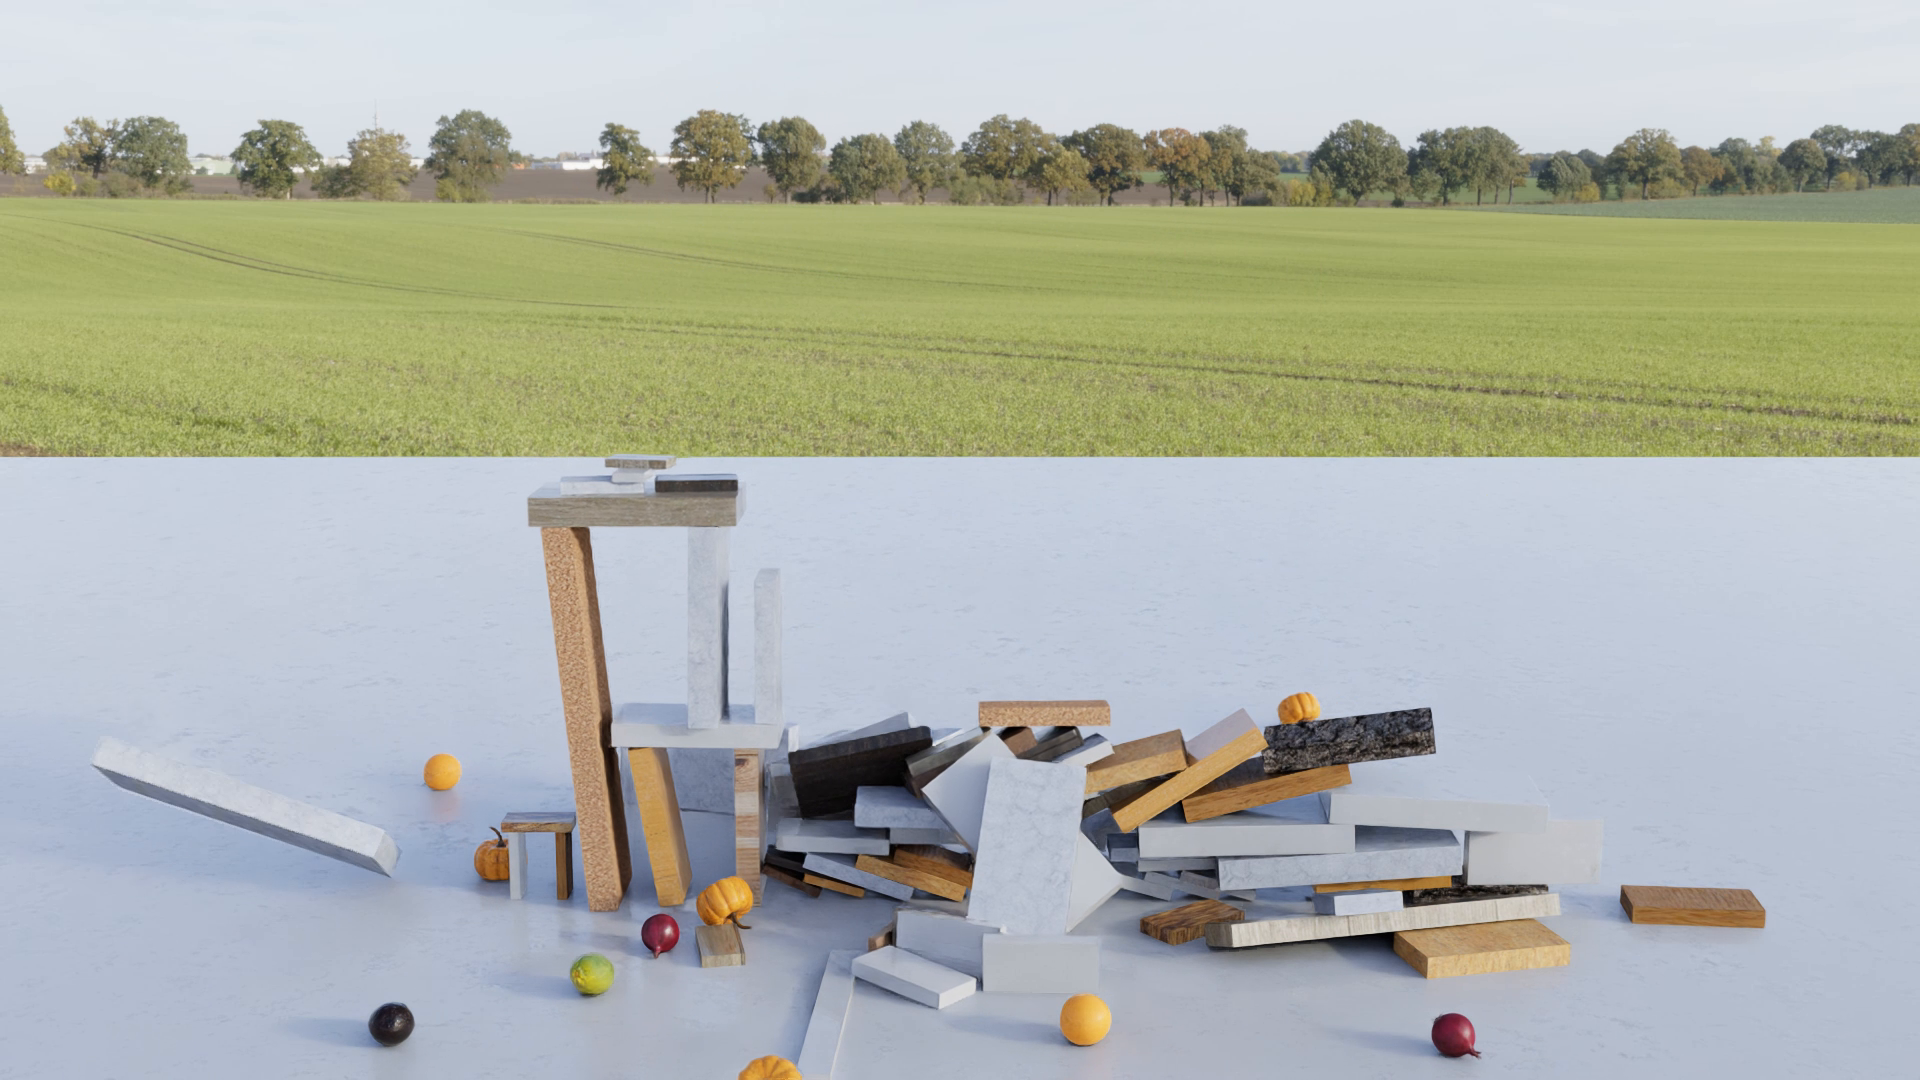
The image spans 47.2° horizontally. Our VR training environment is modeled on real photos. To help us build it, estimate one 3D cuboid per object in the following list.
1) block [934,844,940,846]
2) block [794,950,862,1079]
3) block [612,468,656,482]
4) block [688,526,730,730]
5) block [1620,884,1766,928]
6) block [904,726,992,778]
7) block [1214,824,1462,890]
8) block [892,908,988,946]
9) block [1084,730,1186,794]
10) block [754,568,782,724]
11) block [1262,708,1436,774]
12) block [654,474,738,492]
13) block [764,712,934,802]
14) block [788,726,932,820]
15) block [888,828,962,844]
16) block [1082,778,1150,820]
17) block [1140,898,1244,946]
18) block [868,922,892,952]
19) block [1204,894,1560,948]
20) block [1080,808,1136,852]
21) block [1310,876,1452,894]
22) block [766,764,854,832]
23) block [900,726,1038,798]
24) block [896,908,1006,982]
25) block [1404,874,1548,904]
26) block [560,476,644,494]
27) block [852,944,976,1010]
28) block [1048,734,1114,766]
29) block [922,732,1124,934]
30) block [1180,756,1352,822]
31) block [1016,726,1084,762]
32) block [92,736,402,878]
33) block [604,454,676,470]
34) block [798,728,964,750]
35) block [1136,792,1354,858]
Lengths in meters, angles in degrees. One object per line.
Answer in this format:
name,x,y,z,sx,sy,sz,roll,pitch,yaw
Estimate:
block,-0.072,0.550,3.844,0.051,0.015,0.166,2,11,9
block,-0.186,0.678,3.158,0.047,0.013,0.454,1,11,3
block,-0.524,-0.108,3.540,0.052,0.015,0.104,1,11,4
block,-0.408,0.127,3.575,0.047,0.328,0.164,1,11,1
block,1.187,0.594,3.567,0.206,0.029,0.103,1,11,6
block,-0.016,0.345,3.614,0.149,0.021,0.075,-23,5,-4
block,0.617,0.516,3.645,0.392,0.049,0.173,-4,11,2
block,-0.029,0.610,3.346,0.155,0.077,0.022,5,5,24
block,0.252,0.371,3.605,0.237,0.034,0.118,-15,9,8
block,-0.313,0.172,3.594,0.033,0.235,0.117,0,11,0
block,0.636,0.327,3.599,0.274,0.039,0.137,-8,10,12
block,-0.425,-0.092,3.545,0.131,0.019,0.066,-1,11,-7
block,-0.193,0.404,3.795,0.301,0.150,0.043,-22,46,12
block,-0.159,0.389,3.681,0.238,0.119,0.034,-11,34,-2
block,0.010,0.470,3.651,0.259,0.034,0.119,1,10,-5
block,0.244,0.419,3.654,0.161,0.023,0.081,-30,9,19
block,0.371,0.609,3.508,0.155,0.022,0.077,-8,13,-37
block,-0.113,0.621,3.375,0.013,0.047,0.094,4,11,24
block,0.664,0.595,3.450,0.550,0.034,0.118,-3,-8,-14
block,0.338,0.467,3.789,0.292,0.029,0.103,-23,-30,12
block,0.692,0.550,3.648,0.220,0.031,0.110,-4,11,0
block,-0.162,0.444,3.758,0.330,0.117,0.033,2,29,-10
block,0.014,0.361,3.614,0.215,0.030,0.108,-23,5,-10
block,-0.015,0.612,3.313,0.169,0.085,0.024,5,4,24
block,0.855,0.575,3.664,0.221,0.031,0.110,0,11,0
block,-0.574,-0.089,3.530,0.131,0.019,0.066,-1,11,-7
block,-0.069,0.647,3.260,0.169,0.024,0.085,13,15,37
block,0.165,0.364,3.593,0.161,0.023,0.081,-23,7,-8
block,0.098,0.471,3.480,0.150,0.317,0.043,-37,-20,-14
block,0.497,0.396,3.629,0.274,0.039,0.137,-14,10,2
block,0.093,0.360,3.630,0.215,0.030,0.108,-23,5,-7
block,-1.189,0.450,3.684,0.492,0.048,0.171,18,-20,2
block,-0.517,-0.127,3.561,0.103,0.015,0.052,2,11,11
block,-0.169,0.415,4.235,0.342,0.048,0.171,-6,10,42
block,0.466,0.470,3.640,0.347,0.049,0.173,-1,11,2
